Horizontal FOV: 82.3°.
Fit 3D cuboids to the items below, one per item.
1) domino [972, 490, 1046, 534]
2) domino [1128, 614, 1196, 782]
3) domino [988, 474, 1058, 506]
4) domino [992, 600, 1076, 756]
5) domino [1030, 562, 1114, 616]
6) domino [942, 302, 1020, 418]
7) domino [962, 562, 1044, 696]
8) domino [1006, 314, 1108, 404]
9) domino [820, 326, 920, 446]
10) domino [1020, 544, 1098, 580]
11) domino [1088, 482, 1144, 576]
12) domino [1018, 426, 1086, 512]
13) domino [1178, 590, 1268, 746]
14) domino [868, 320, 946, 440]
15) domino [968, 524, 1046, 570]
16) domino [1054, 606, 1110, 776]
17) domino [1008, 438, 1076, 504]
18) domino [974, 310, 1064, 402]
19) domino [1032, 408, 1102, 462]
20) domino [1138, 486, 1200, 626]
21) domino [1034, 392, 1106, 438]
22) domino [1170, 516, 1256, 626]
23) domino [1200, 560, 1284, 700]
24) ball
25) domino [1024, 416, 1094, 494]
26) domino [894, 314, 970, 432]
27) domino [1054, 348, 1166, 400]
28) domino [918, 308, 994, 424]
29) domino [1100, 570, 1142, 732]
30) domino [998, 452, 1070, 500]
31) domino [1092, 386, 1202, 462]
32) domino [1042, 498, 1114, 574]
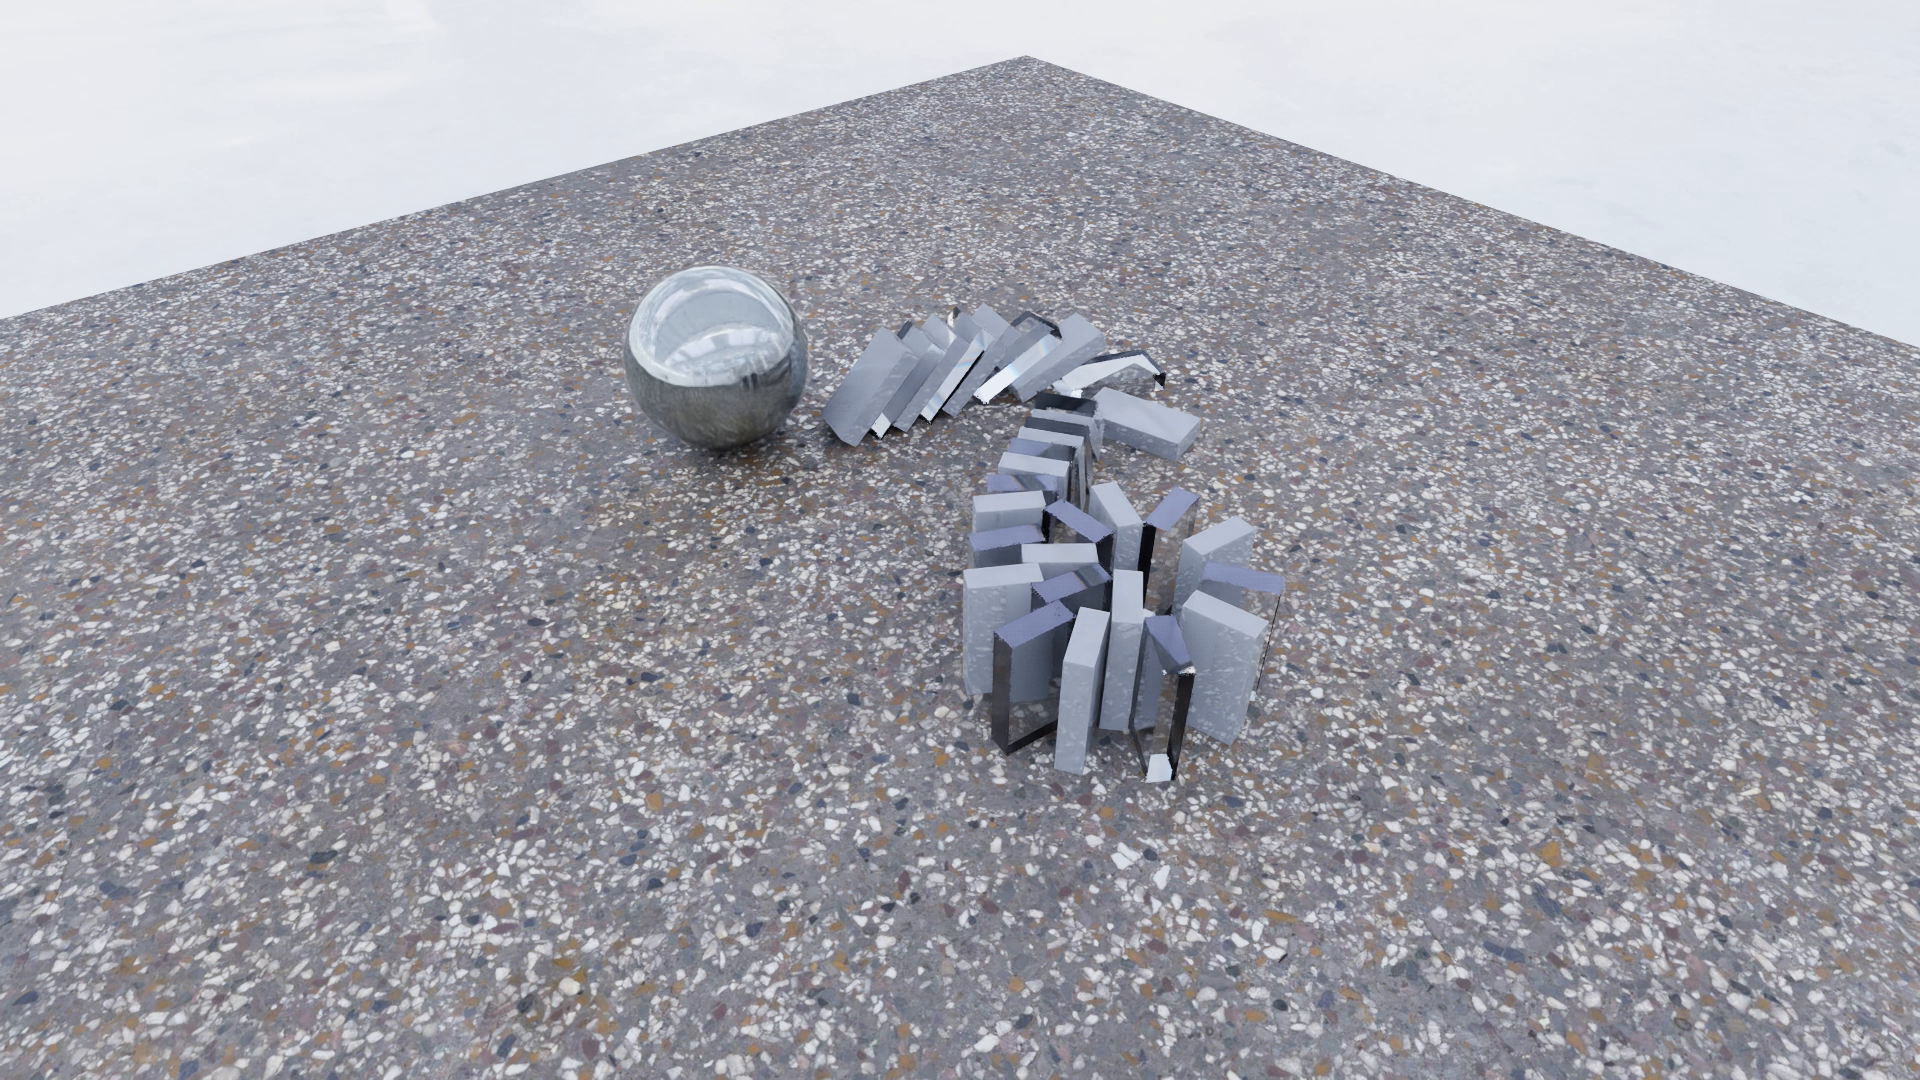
[{"bbox_3d":[0.018,0.006,0.405,0.025,0.050,0.009,-5,40,-5],"label":"domino"},{"bbox_3d":[0.064,0.051,0.349,0.010,0.050,0.025,-4,39,-5],"label":"domino"},{"bbox_3d":[0.022,-0.002,0.413,0.025,0.050,0.009,1,40,1],"label":"domino"},{"bbox_3d":[0.023,0.045,0.356,0.025,0.050,0.009,-23,45,-26],"label":"domino"},{"bbox_3d":[0.036,0.033,0.371,0.025,0.050,0.009,-18,43,-21],"label":"domino"},{"bbox_3d":[0.004,-0.086,0.522,0.050,0.010,0.025,-51,46,11],"label":"domino"},{"bbox_3d":[0.014,0.031,0.374,0.025,0.050,0.009,-6,40,-7],"label":"domino"},{"bbox_3d":[0.044,-0.089,0.538,0.050,0.009,0.025,-33,43,-5],"label":"domino"},{"bbox_3d":[-0.042,-0.070,0.502,0.009,0.050,0.025,25,18,-44],"label":"domino"},{"bbox_3d":[0.033,0.024,0.383,0.025,0.050,0.009,-1,39,-1],"label":"domino"},{"bbox_3d":[0.055,0.007,0.403,0.009,0.050,0.025,-11,41,-13],"label":"domino"},{"bbox_3d":[0.037,-0.027,0.444,0.025,0.050,0.010,10,66,13],"label":"domino"},{"bbox_3d":[0.083,0.042,0.360,0.025,0.050,0.009,25,45,27],"label":"domino"},{"bbox_3d":[-0.030,-0.074,0.507,0.010,0.050,0.025,25,18,-44],"label":"domino"},{"bbox_3d":[0.016,0.018,0.389,0.025,0.050,0.009,-9,40,-11],"label":"domino"},{"bbox_3d":[0.039,0.049,0.352,0.010,0.050,0.025,11,41,13],"label":"domino"},{"bbox_3d":[0.032,-0.017,0.432,0.025,0.050,0.009,10,51,12],"label":"domino"},{"bbox_3d":[0.023,-0.090,0.535,0.050,0.009,0.025,-39,44,-11],"label":"domino"},{"bbox_3d":[0.046,-0.044,0.472,0.025,0.010,0.050,10,-4,13],"label":"domino"},{"bbox_3d":[0.074,0.008,0.401,0.009,0.050,0.025,24,45,26],"label":"domino"},{"bbox_3d":[0.049,-0.053,0.483,0.025,0.009,0.050,11,-3,13],"label":"domino"},{"bbox_3d":[0.088,0.018,0.390,0.025,0.050,0.009,-23,44,-25],"label":"domino"},{"bbox_3d":[0.092,0.031,0.373,0.025,0.050,0.010,12,41,14],"label":"domino"},{"bbox_3d":[-0.107,-0.080,0.486,0.080,0.080,0.080,0,39,0],"label":"ball"},{"bbox_3d":[0.041,-0.035,0.456,0.025,0.050,0.010,10,73,13],"label":"domino"},{"bbox_3d":[-0.019,-0.078,0.512,0.009,0.050,0.025,25,18,-44],"label":"domino"},{"bbox_3d":[0.073,-0.080,0.541,0.050,0.010,0.025,-12,41,-15],"label":"domino"},{"bbox_3d":[-0.008,-0.082,0.517,0.009,0.050,0.025,25,18,-44],"label":"domino"},{"bbox_3d":[0.053,0.037,0.366,0.010,0.050,0.025,5,40,6],"label":"domino"},{"bbox_3d":[0.027,-0.009,0.422,0.025,0.050,0.010,10,42,12],"label":"domino"},{"bbox_3d":[0.083,-0.054,0.510,0.050,0.010,0.025,23,45,25],"label":"domino"},{"bbox_3d":[0.041,0.012,0.396,0.009,0.050,0.025,-29,48,-31],"label":"domino"}]
